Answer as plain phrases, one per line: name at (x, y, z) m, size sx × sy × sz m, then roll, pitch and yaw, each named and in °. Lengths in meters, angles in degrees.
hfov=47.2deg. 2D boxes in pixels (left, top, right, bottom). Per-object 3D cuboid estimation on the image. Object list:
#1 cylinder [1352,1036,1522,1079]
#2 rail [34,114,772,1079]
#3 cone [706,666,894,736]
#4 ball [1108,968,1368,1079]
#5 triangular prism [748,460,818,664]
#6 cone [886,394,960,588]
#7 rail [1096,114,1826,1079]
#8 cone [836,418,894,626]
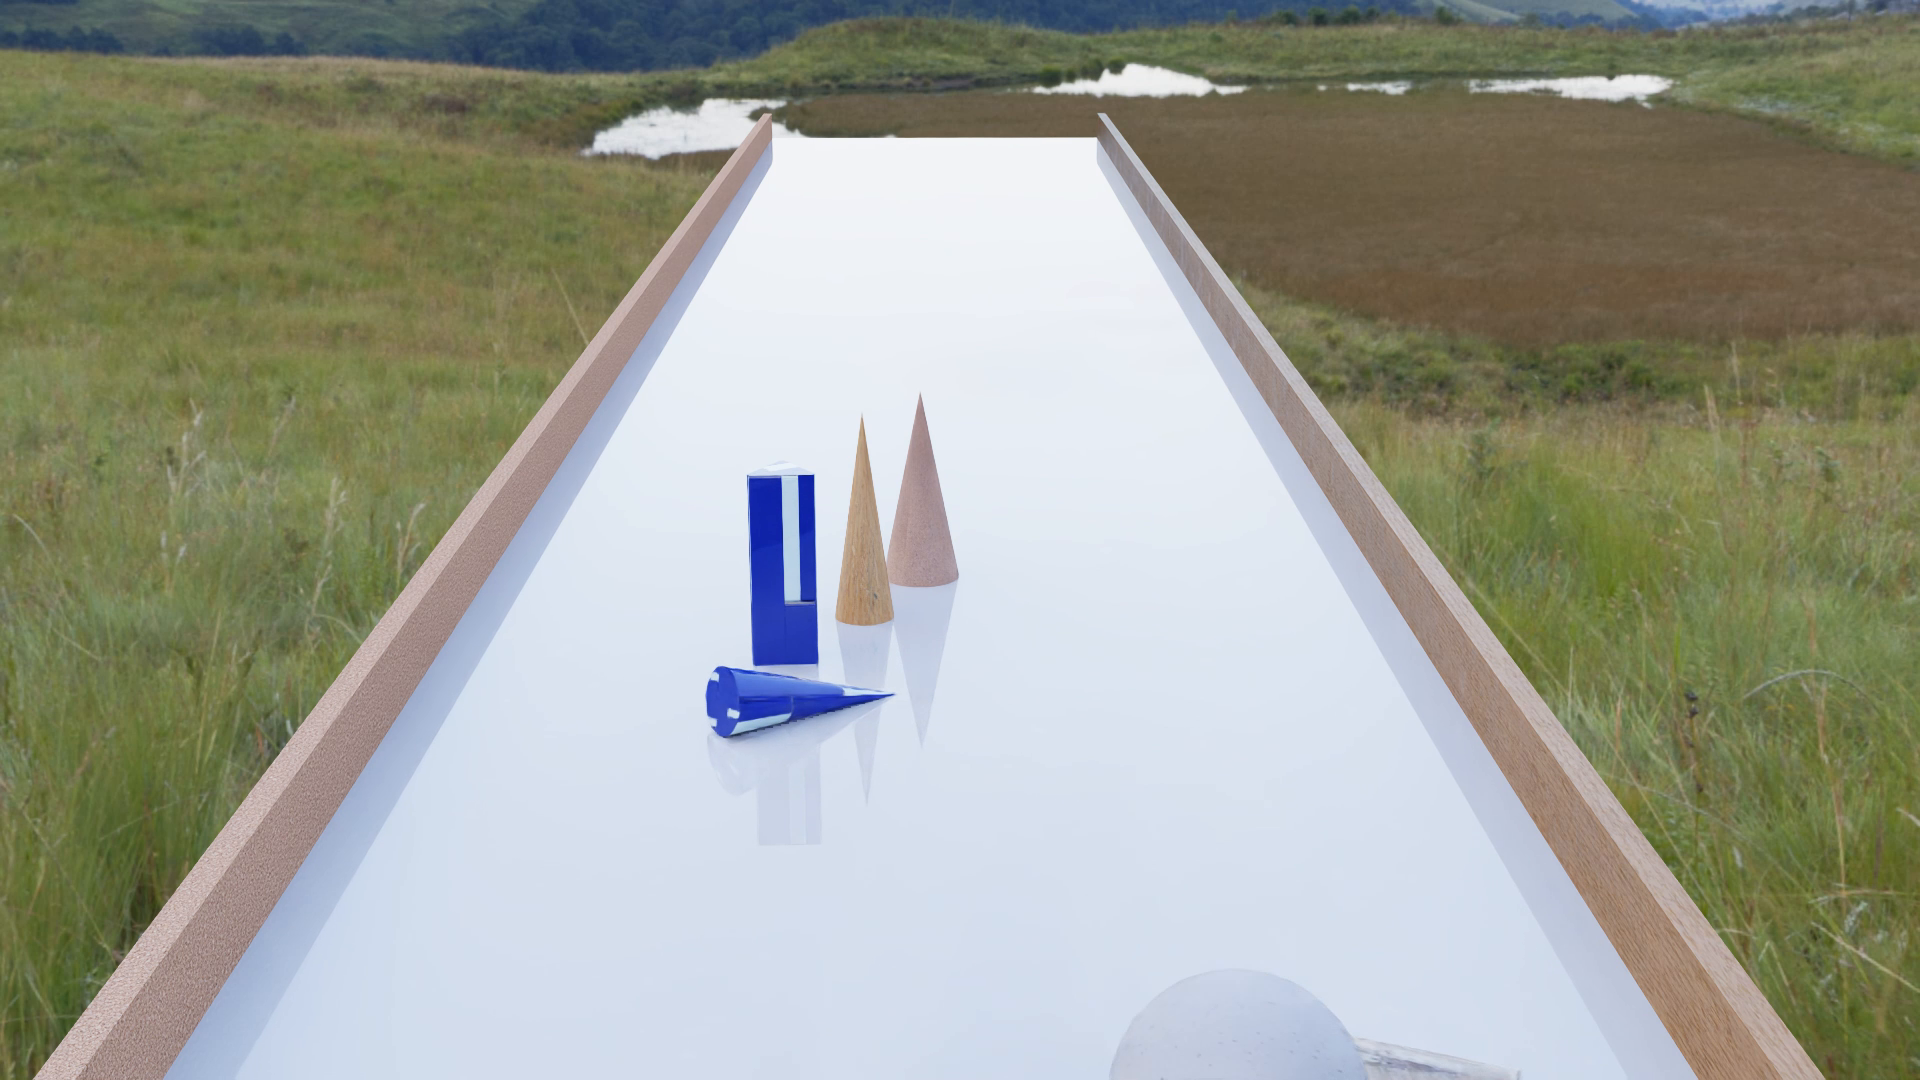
cylinder at (0.521, 0.684, 2.701) m, size 0.309 × 0.129 × 0.129 m, roll 7°, pitch 18°, yaw 22°
rail at (-1.118, -0.838, 7.780) m, size 0.050 × 0.150 × 12.000 m, roll 0°, pitch 17°, yaw -1°
cone at (-0.275, 0.295, 4.123) m, size 0.384 × 0.129 × 0.129 m, roll 0°, pitch 14°, yaw -35°
ball at (0.306, 0.618, 2.419) m, size 0.289 × 0.289 × 0.289 m, roll 0°, pitch 17°, yaw 0°
triangular prism at (-0.352, 0.045, 4.389) m, size 0.129 × 0.392 × 0.112 m, roll -1°, pitch 17°, yaw -3°
cone at (-0.088, -0.125, 4.895) m, size 0.172 × 0.429 × 0.172 m, roll 0°, pitch 17°, yaw 0°
rail at (0.932, -0.844, 7.801) m, size 0.050 × 0.150 × 12.000 m, roll 0°, pitch 17°, yaw -1°
cone at (-0.203, -0.053, 4.619) m, size 0.126 × 0.449 × 0.126 m, roll 0°, pitch 17°, yaw 0°
